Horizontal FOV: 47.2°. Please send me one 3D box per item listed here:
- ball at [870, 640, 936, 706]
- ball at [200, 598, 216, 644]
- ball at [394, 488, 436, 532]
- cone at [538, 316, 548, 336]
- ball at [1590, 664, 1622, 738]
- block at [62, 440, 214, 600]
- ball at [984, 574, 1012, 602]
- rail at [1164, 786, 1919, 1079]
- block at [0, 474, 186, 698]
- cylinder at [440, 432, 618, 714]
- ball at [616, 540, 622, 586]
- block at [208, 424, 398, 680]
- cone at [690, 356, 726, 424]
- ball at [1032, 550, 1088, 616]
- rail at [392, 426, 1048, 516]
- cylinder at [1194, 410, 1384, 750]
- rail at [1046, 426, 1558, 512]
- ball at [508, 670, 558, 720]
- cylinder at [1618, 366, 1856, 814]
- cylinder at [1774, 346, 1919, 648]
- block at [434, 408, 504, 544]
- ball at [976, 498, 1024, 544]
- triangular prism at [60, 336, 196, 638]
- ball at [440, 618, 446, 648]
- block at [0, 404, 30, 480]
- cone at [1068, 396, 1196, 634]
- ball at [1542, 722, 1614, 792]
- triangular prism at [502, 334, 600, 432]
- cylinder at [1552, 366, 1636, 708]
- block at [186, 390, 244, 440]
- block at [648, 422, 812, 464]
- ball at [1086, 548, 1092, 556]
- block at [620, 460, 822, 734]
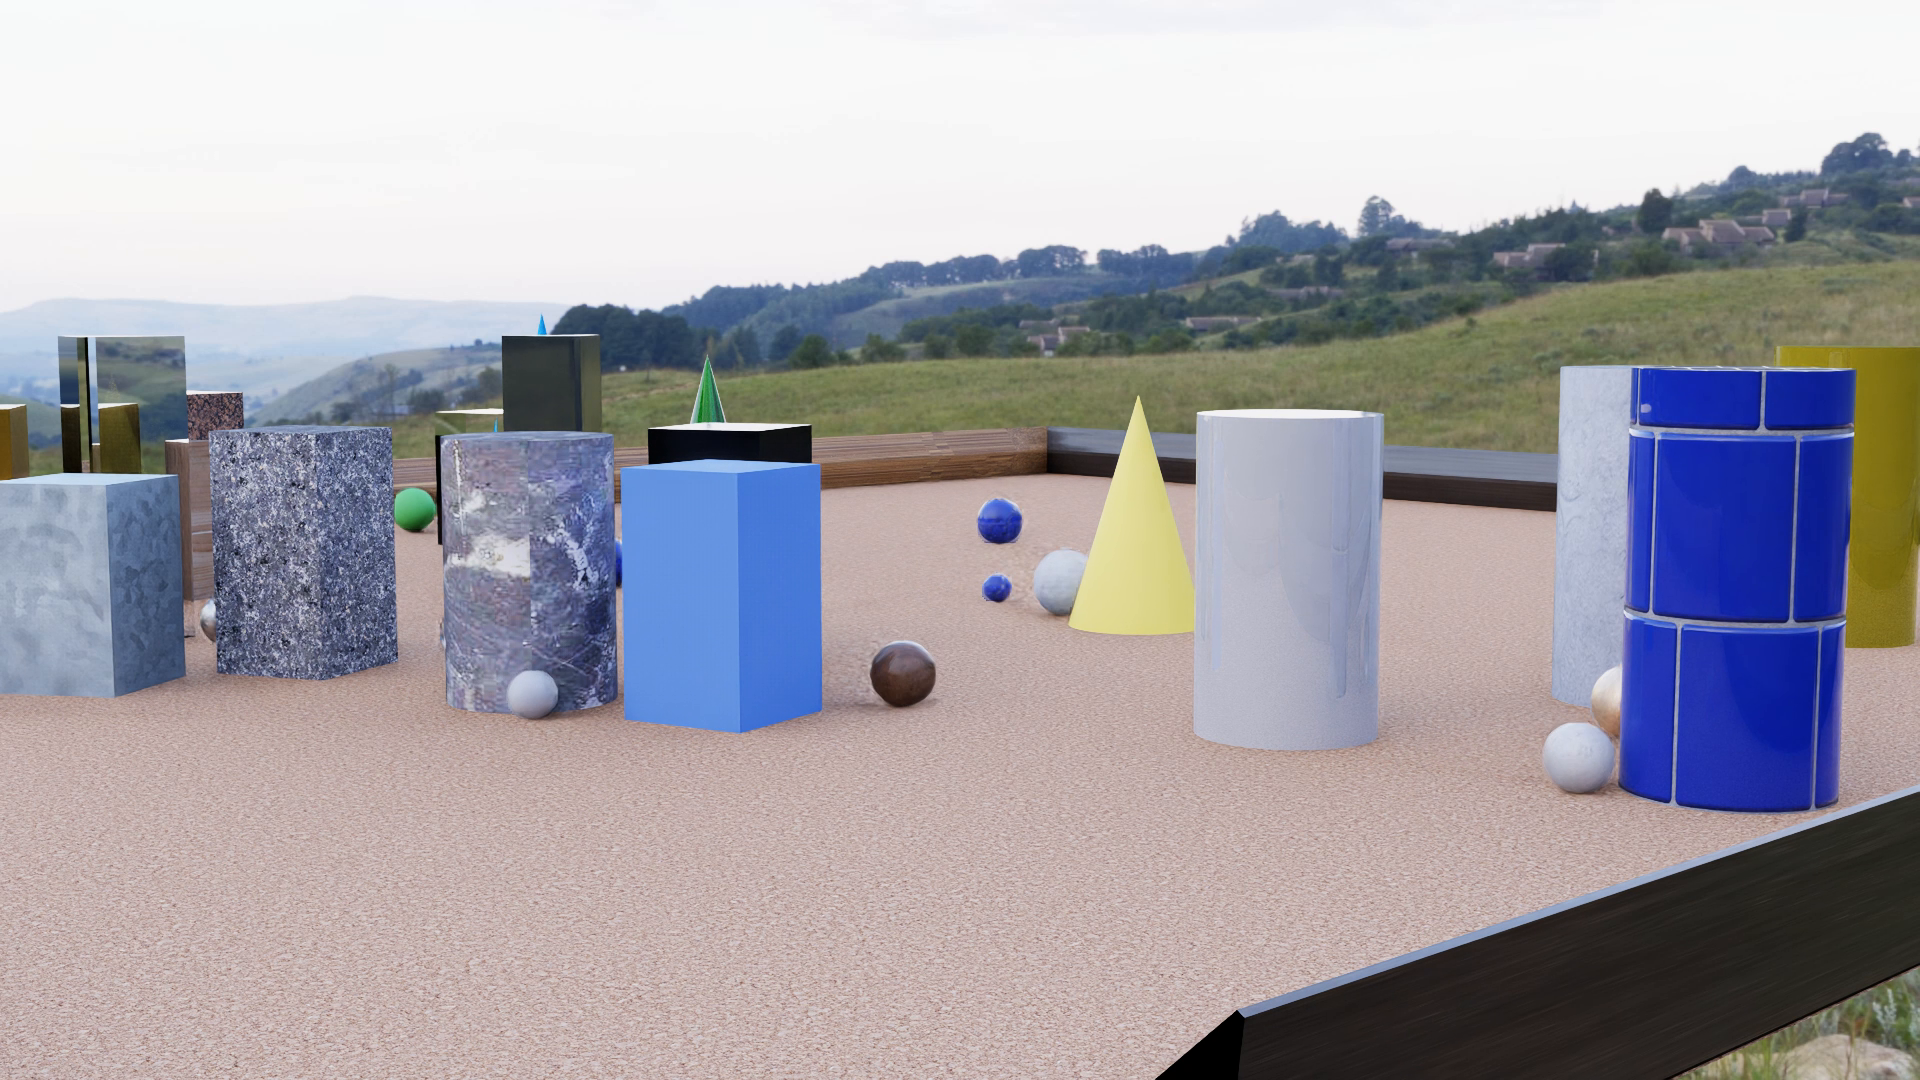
[{"bbox_3d":[-0.063,0.150,2.470,0.075,0.075,0.075,0,6,0],"label":"ball"},{"bbox_3d":[-0.971,0.105,2.916,0.070,0.070,0.070,0,6,0],"label":"ball"},{"bbox_3d":[-1.095,-0.060,4.406,0.087,0.087,0.087,0,6,0],"label":"ball"},{"bbox_3d":[-0.840,-0.240,4.442,0.193,0.438,0.193,0,6,0],"label":"cone"},{"bbox_3d":[0.695,0.168,2.281,0.078,0.078,0.078,0,6,0],"label":"ball"},{"bbox_3d":[-1.253,-0.029,3.371,0.154,0.242,0.154,3,7,29],"label":"block"},{"bbox_3d":[0.057,0.073,3.347,0.044,0.044,0.044,0,6,0],"label":"ball"},{"bbox_3d":[1.209,0.170,2.029,3.979,0.125,0.045,-6,8,-42],"label":"rail"},{"bbox_3d":[-1.032,0.050,2.603,0.154,0.245,0.154,1,6,11],"label":"block"},{"bbox_3d":[-0.490,0.032,2.507,0.193,0.301,0.193,0,6,0],"label":"cylinder"},{"bbox_3d":[-0.566,0.036,3.504,0.084,0.084,0.084,0,6,0],"label":"ball"},{"bbox_3d":[-0.811,0.011,2.726,0.154,0.297,0.154,2,6,20],"label":"block"},{"bbox_3d":[-0.437,-0.140,3.826,0.193,0.367,0.193,0,6,0],"label":"cone"},{"bbox_3d":[0.154,0.062,3.202,0.096,0.096,0.096,0,6,0],"label":"ball"},{"bbox_3d":[-1.209,-0.104,4.635,3.979,0.125,0.045,-6,8,-42],"label":"rail"},{"bbox_3d":[0.343,0.036,2.303,0.193,0.336,0.193,0,6,0],"label":"cylinder"},{"bbox_3d":[1.445,-0.107,4.658,0.045,0.125,3.613,-6,8,-42],"label":"rail"},{"bbox_3d":[-0.465,0.168,2.395,0.054,0.054,0.054,0,6,0],"label":"ball"},{"bbox_3d":[0.710,0.038,2.017,0.193,0.391,0.193,0,6,0],"label":"cylinder"},{"bbox_3d":[1.194,-0.064,2.970,0.193,0.394,0.193,0,6,0],"label":"cylinder"},{"bbox_3d":[-0.884,-0.119,4.180,0.154,0.251,0.154,4,7,30],"label":"block"},{"bbox_3d":[0.076,-0.036,4.176,0.088,0.088,0.088,0,6,0],"label":"ball"},{"bbox_3d":[-1.108,-0.068,2.949,0.145,0.409,0.167,-3,7,-30],"label":"triangular prism"},{"bbox_3d":[-0.628,0.117,2.803,0.070,0.070,0.070,0,6,0],"label":"ball"},{"bbox_3d":[-1.471,-0.047,3.258,0.154,0.300,0.154,-2,6,-14],"label":"block"},{"bbox_3d":[0.250,-0.042,3.094,0.193,0.326,0.193,0,6,0],"label":"cone"},{"bbox_3d":[0.572,0.200,2.033,0.065,0.065,0.065,0,6,0],"label":"ball"},{"bbox_3d":[-0.651,-0.142,3.686,0.167,0.401,0.145,4,7,32],"label":"triangular prism"},{"bbox_3d":[0.779,-0.007,2.506,0.193,0.378,0.193,0,6,0],"label":"cylinder"},{"bbox_3d":[-1.310,-0.094,3.682,0.154,0.305,0.154,4,7,32],"label":"block"},{"bbox_3d":[-0.291,0.003,2.809,0.154,0.296,0.154,2,6,20],"label":"block"},{"bbox_3d":[0.234,0.043,3.430,0.086,0.086,0.086,0,6,0],"label":"ball"},{"bbox_3d":[-0.259,0.056,2.405,0.154,0.275,0.154,4,7,30],"label":"block"}]
